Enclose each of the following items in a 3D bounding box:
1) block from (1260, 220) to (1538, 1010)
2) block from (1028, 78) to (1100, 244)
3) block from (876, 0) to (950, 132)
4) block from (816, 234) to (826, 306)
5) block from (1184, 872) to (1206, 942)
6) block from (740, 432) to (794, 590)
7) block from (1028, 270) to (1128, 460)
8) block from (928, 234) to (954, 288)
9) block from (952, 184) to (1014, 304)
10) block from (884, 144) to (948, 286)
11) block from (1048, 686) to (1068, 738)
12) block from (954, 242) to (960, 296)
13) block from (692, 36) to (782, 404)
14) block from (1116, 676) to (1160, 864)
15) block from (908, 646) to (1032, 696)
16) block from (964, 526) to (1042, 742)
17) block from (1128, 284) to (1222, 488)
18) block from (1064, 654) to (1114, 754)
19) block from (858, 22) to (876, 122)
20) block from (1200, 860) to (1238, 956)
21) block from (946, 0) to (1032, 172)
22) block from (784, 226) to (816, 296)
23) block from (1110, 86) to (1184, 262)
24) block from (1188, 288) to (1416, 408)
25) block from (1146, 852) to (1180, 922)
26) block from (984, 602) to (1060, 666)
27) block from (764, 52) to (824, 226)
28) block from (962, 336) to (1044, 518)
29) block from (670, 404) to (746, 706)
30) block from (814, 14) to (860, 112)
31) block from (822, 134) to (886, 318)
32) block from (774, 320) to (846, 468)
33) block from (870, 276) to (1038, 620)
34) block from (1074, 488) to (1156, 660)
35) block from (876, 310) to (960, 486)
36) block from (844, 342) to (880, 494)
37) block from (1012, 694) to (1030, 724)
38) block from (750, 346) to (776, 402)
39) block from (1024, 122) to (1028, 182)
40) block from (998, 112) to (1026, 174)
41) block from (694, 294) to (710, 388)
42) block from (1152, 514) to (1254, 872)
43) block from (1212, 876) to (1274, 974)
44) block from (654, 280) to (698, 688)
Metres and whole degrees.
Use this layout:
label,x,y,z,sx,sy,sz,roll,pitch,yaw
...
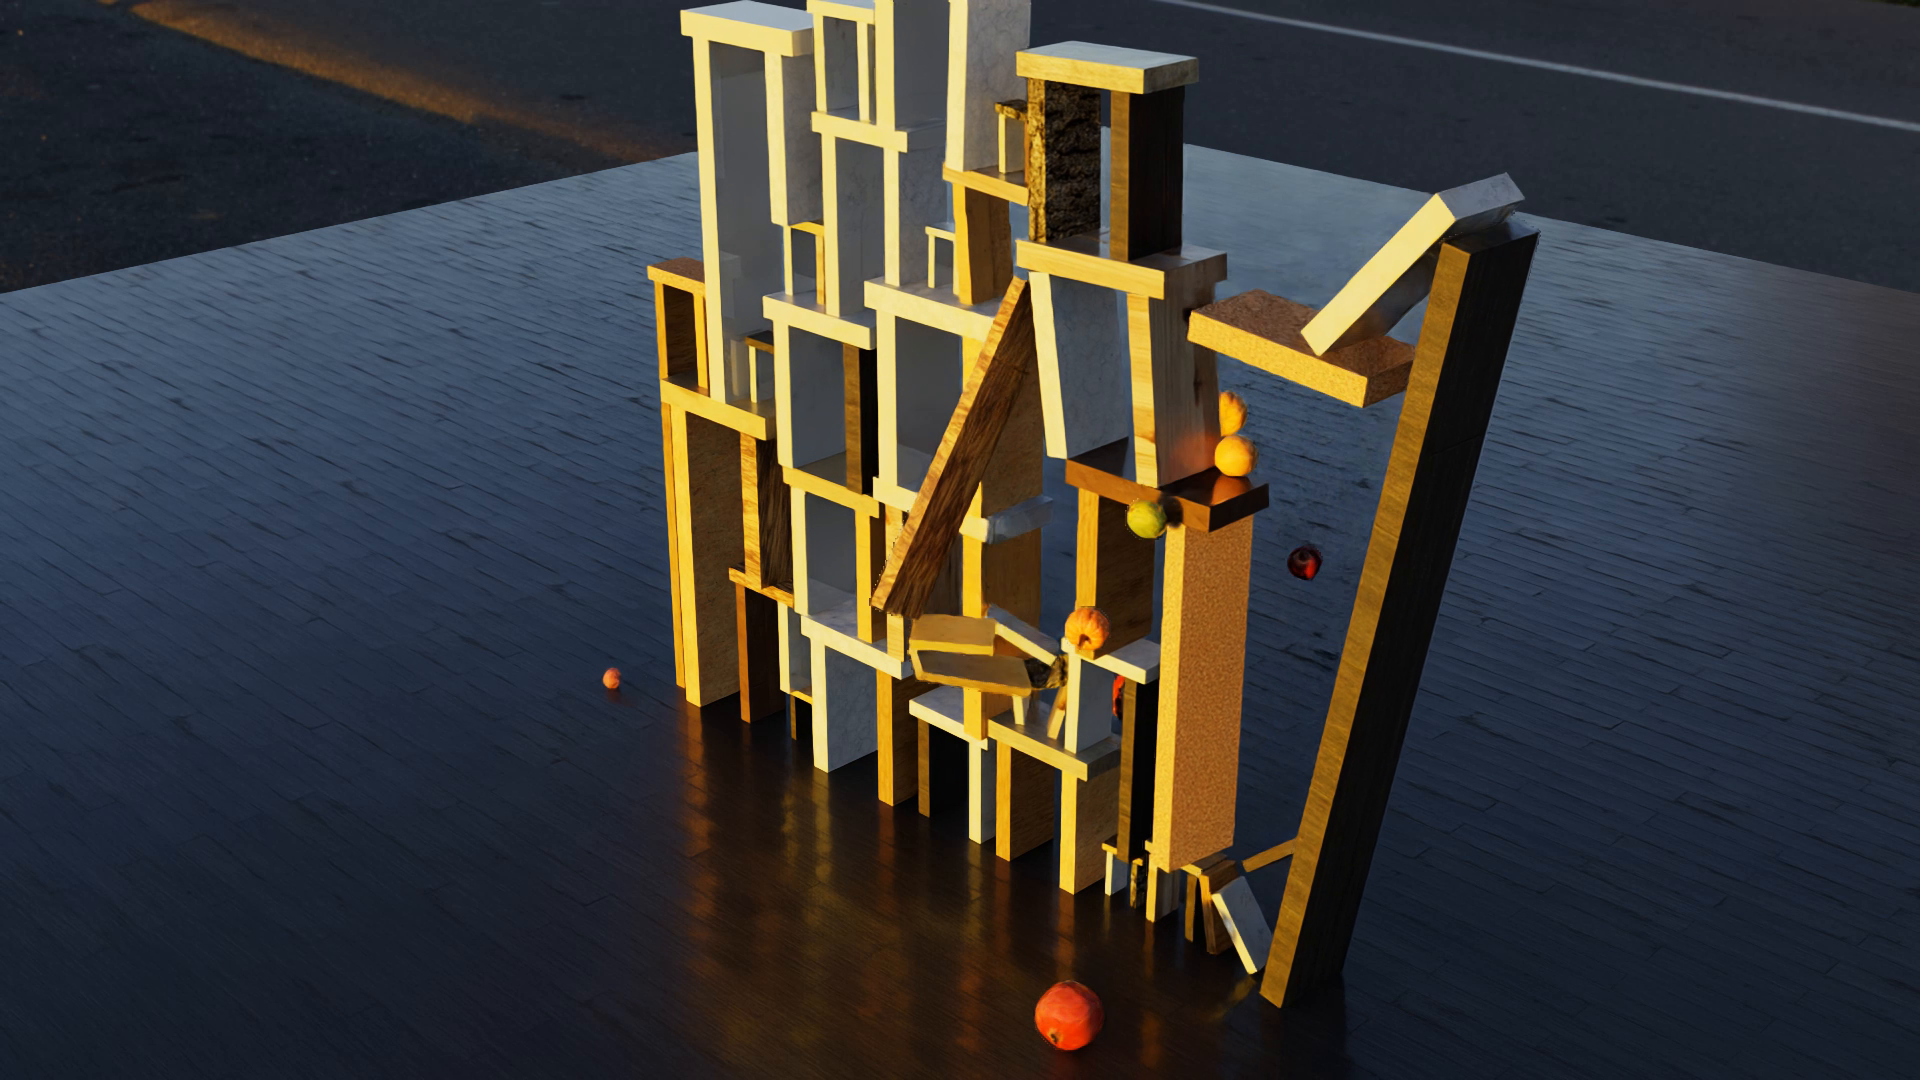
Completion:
label,x,y,z,sx,sy,sz,roll,pitch,yaw
block,0.688,0.172,3.544,0.173,1.426,0.049,-20,40,-39
block,0.179,-0.657,3.747,0.139,0.277,0.039,-21,29,-40
block,-0.083,-0.894,3.932,0.043,0.301,0.150,19,29,38
block,-0.246,-0.531,4.268,0.020,0.139,0.069,22,31,40
block,0.444,0.660,4.027,0.070,0.140,0.020,-21,31,-40
block,-0.372,-0.083,4.602,0.048,0.341,0.171,21,31,40
block,0.211,-0.323,3.855,0.164,0.328,0.047,-21,22,-41
block,-0.035,-0.517,4.040,0.014,0.098,0.049,22,31,40
block,0.042,-0.539,3.942,0.108,0.215,0.030,-21,25,-40
block,-0.081,-0.606,4.052,0.036,0.253,0.126,21,31,40
block,0.190,0.306,4.140,0.017,0.123,0.062,15,23,-3
block,0.011,-0.499,3.998,0.014,0.098,0.049,22,32,40
block,-0.440,-0.647,4.423,0.163,0.740,0.046,-22,31,-40
block,0.337,0.408,4.037,0.028,0.380,0.099,22,31,39
block,0.020,0.235,4.009,0.235,0.021,0.075,11,43,-29
block,0.081,0.165,4.204,0.046,0.416,0.162,21,31,41
block,0.364,-0.269,3.711,0.164,0.329,0.047,-20,24,-39
block,0.242,0.288,4.085,0.028,0.198,0.099,23,32,39
block,-0.144,-0.860,4.010,0.025,0.176,0.088,20,30,41
block,0.475,0.666,3.990,0.077,0.155,0.022,-20,20,-39
block,0.050,-0.822,3.812,0.150,0.344,0.043,-20,32,-38
block,-0.313,-0.557,4.327,0.020,0.139,0.069,21,31,40
block,0.308,-0.611,3.624,0.039,0.277,0.139,19,30,41
block,0.553,-0.309,3.498,0.347,0.049,0.173,27,35,38
block,0.379,0.634,4.087,0.070,0.140,0.020,-21,32,-40
block,0.113,0.174,4.085,0.149,0.021,0.075,31,19,-3
block,-0.289,-0.777,4.201,0.163,0.327,0.046,-22,31,-40
block,0.080,-0.226,4.040,0.048,0.340,0.170,20,30,39
block,-0.534,0.019,4.820,0.171,0.700,0.048,-21,31,-41
block,-0.228,-0.893,4.087,0.025,0.176,0.088,20,30,41
block,-0.199,-0.608,4.179,0.036,0.348,0.126,21,31,40
block,-0.299,-0.308,4.416,0.043,0.302,0.151,21,31,40
block,0.011,-0.158,3.893,0.030,0.627,0.108,27,5,39
block,0.279,0.040,3.934,0.045,0.320,0.160,21,31,40
block,-0.078,-0.288,4.186,0.048,0.340,0.170,21,31,40
block,-0.153,-0.253,4.286,0.043,0.302,0.151,21,31,40
block,0.116,0.289,4.160,0.017,0.123,0.062,7,53,11
block,-0.402,-0.347,4.511,0.059,0.119,0.017,-22,32,-40
block,0.134,-0.669,3.771,0.015,0.103,0.052,18,29,39
block,0.093,-0.693,3.821,0.052,0.103,0.015,-18,28,-34
block,-0.503,-0.426,4.593,0.028,0.200,0.100,21,31,41
block,0.425,0.260,3.872,0.160,0.677,0.045,-17,29,-34
block,0.515,0.692,3.952,0.077,0.155,0.022,-24,-2,-44
block,-0.597,-0.119,4.827,0.100,0.948,0.028,-21,31,-41
